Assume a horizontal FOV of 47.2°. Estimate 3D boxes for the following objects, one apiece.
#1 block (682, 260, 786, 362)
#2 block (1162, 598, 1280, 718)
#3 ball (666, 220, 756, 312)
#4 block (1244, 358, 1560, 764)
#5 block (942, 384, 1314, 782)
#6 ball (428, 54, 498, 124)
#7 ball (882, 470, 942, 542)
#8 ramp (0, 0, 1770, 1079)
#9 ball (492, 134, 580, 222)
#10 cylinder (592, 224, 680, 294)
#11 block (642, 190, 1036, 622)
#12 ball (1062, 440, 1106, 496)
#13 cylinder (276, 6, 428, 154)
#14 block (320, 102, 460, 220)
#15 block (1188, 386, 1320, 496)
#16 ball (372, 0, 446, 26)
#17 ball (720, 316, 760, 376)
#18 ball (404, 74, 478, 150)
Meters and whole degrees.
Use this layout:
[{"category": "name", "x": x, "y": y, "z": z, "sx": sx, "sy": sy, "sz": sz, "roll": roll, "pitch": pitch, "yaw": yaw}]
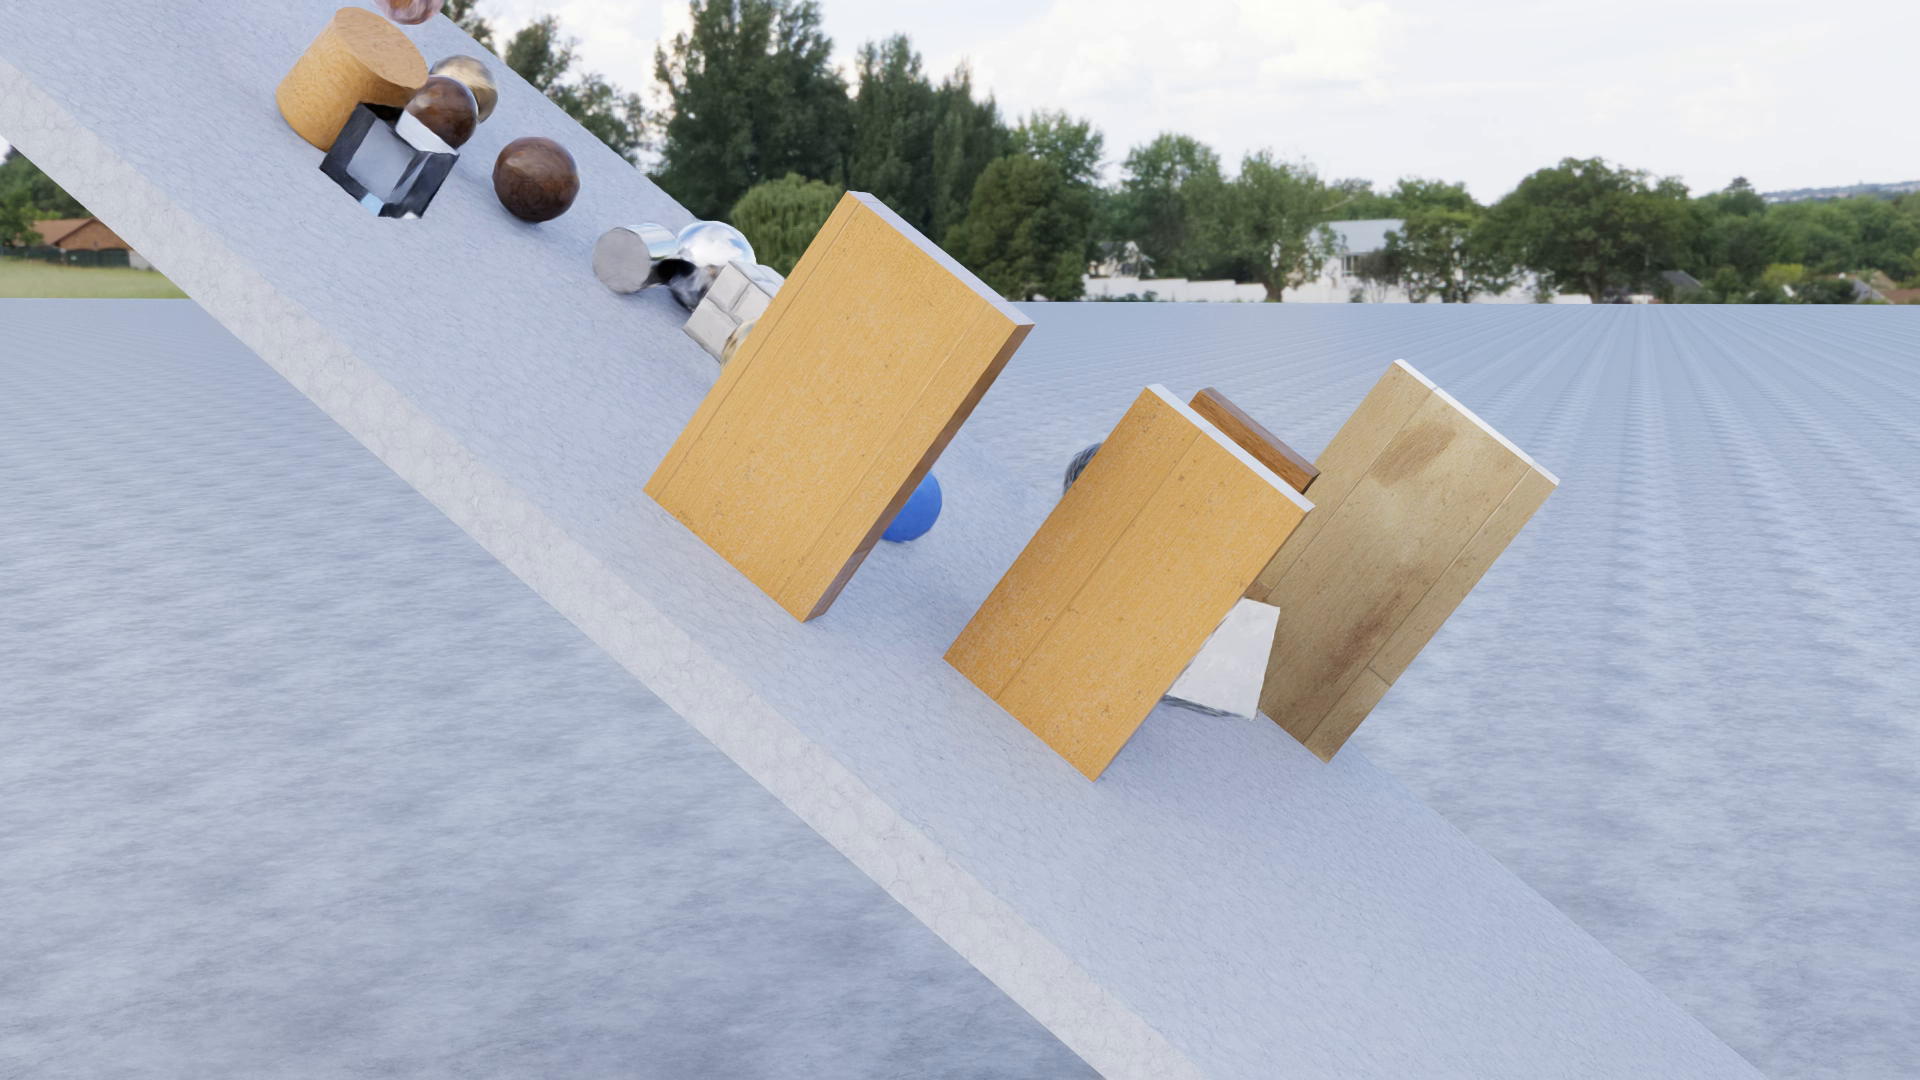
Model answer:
[{"category": "block", "x": -0.405, "y": -0.431, "z": 4.383, "sx": 0.172, "sy": 0.172, "sz": 0.172, "roll": 41, "pitch": 16, "yaw": 16}, {"category": "block", "x": 0.423, "y": 0.196, "z": 3.923, "sx": 0.200, "sy": 0.200, "sz": 0.200, "roll": 16, "pitch": -7, "yaw": -10}, {"category": "ball", "x": -0.510, "y": -0.555, "z": 4.482, "sx": 0.190, "sy": 0.190, "sz": 0.190, "roll": 0, "pitch": 7, "yaw": 0}, {"category": "block", "x": 0.848, "y": 0.045, "z": 4.610, "sx": 0.410, "sy": 0.747, "sz": 0.147, "roll": 39, "pitch": 16, "yaw": 9}, {"category": "block", "x": 0.275, "y": 0.071, "z": 3.639, "sx": 0.327, "sy": 0.575, "sz": 0.103, "roll": 39, "pitch": 16, "yaw": 9}, {"category": "ball", "x": -1.025, "y": -0.923, "z": 4.521, "sx": 0.150, "sy": 0.150, "sz": 0.150, "roll": 0, "pitch": 7, "yaw": 0}, {"category": "ball", "x": -0.110, "y": -0.073, "z": 4.016, "sx": 0.155, "sy": 0.155, "sz": 0.155, "roll": 0, "pitch": 7, "yaw": 0}, {"category": "ramp", "x": -0.055, "y": 0.115, "z": 4.065, "sx": 4.000, "sy": 0.100, "sz": 2.000, "roll": 39, "pitch": 16, "yaw": 9}, {"category": "ball", "x": -0.825, "y": -0.705, "z": 4.285, "sx": 0.169, "sy": 0.169, "sz": 0.169, "roll": 0, "pitch": 7, "yaw": 0}, {"category": "cylinder", "x": -0.634, "y": -0.553, "z": 4.309, "sx": 0.127, "sy": 0.127, "sz": 0.127, "roll": 2, "pitch": 12, "yaw": 19}, {"category": "block", "x": -0.194, "y": -0.205, "z": 3.428, "sx": 0.335, "sy": 0.581, "sz": 0.105, "roll": 39, "pitch": 16, "yaw": 9}, {"category": "ball", "x": 0.293, "y": -0.102, "z": 4.304, "sx": 0.185, "sy": 0.185, "sz": 0.185, "roll": 0, "pitch": 7, "yaw": 0}, {"category": "cylinder", "x": -1.085, "y": -0.814, "z": 3.925, "sx": 0.191, "sy": 0.191, "sz": 0.191, "roll": -41, "pitch": -14, "yaw": 26}, {"category": "block", "x": -0.998, "y": -0.663, "z": 3.850, "sx": 0.140, "sy": 0.140, "sz": 0.140, "roll": 39, "pitch": 16, "yaw": 10}, {"category": "block", "x": 0.401, "y": 0.010, "z": 4.138, "sx": 0.261, "sy": 0.545, "sz": 0.118, "roll": 39, "pitch": 16, "yaw": 9}, {"category": "ball", "x": -1.022, "y": -1.027, "z": 4.073, "sx": 0.144, "sy": 0.144, "sz": 0.144, "roll": 0, "pitch": 7, "yaw": 0}, {"category": "ball", "x": -0.311, "y": -0.286, "z": 3.634, "sx": 0.173, "sy": 0.173, "sz": 0.173, "roll": 0, "pitch": 7, "yaw": 0}, {"category": "ball", "x": -1.014, "y": -0.833, "z": 4.290, "sx": 0.147, "sy": 0.147, "sz": 0.147, "roll": 0, "pitch": 7, "yaw": 0}]
